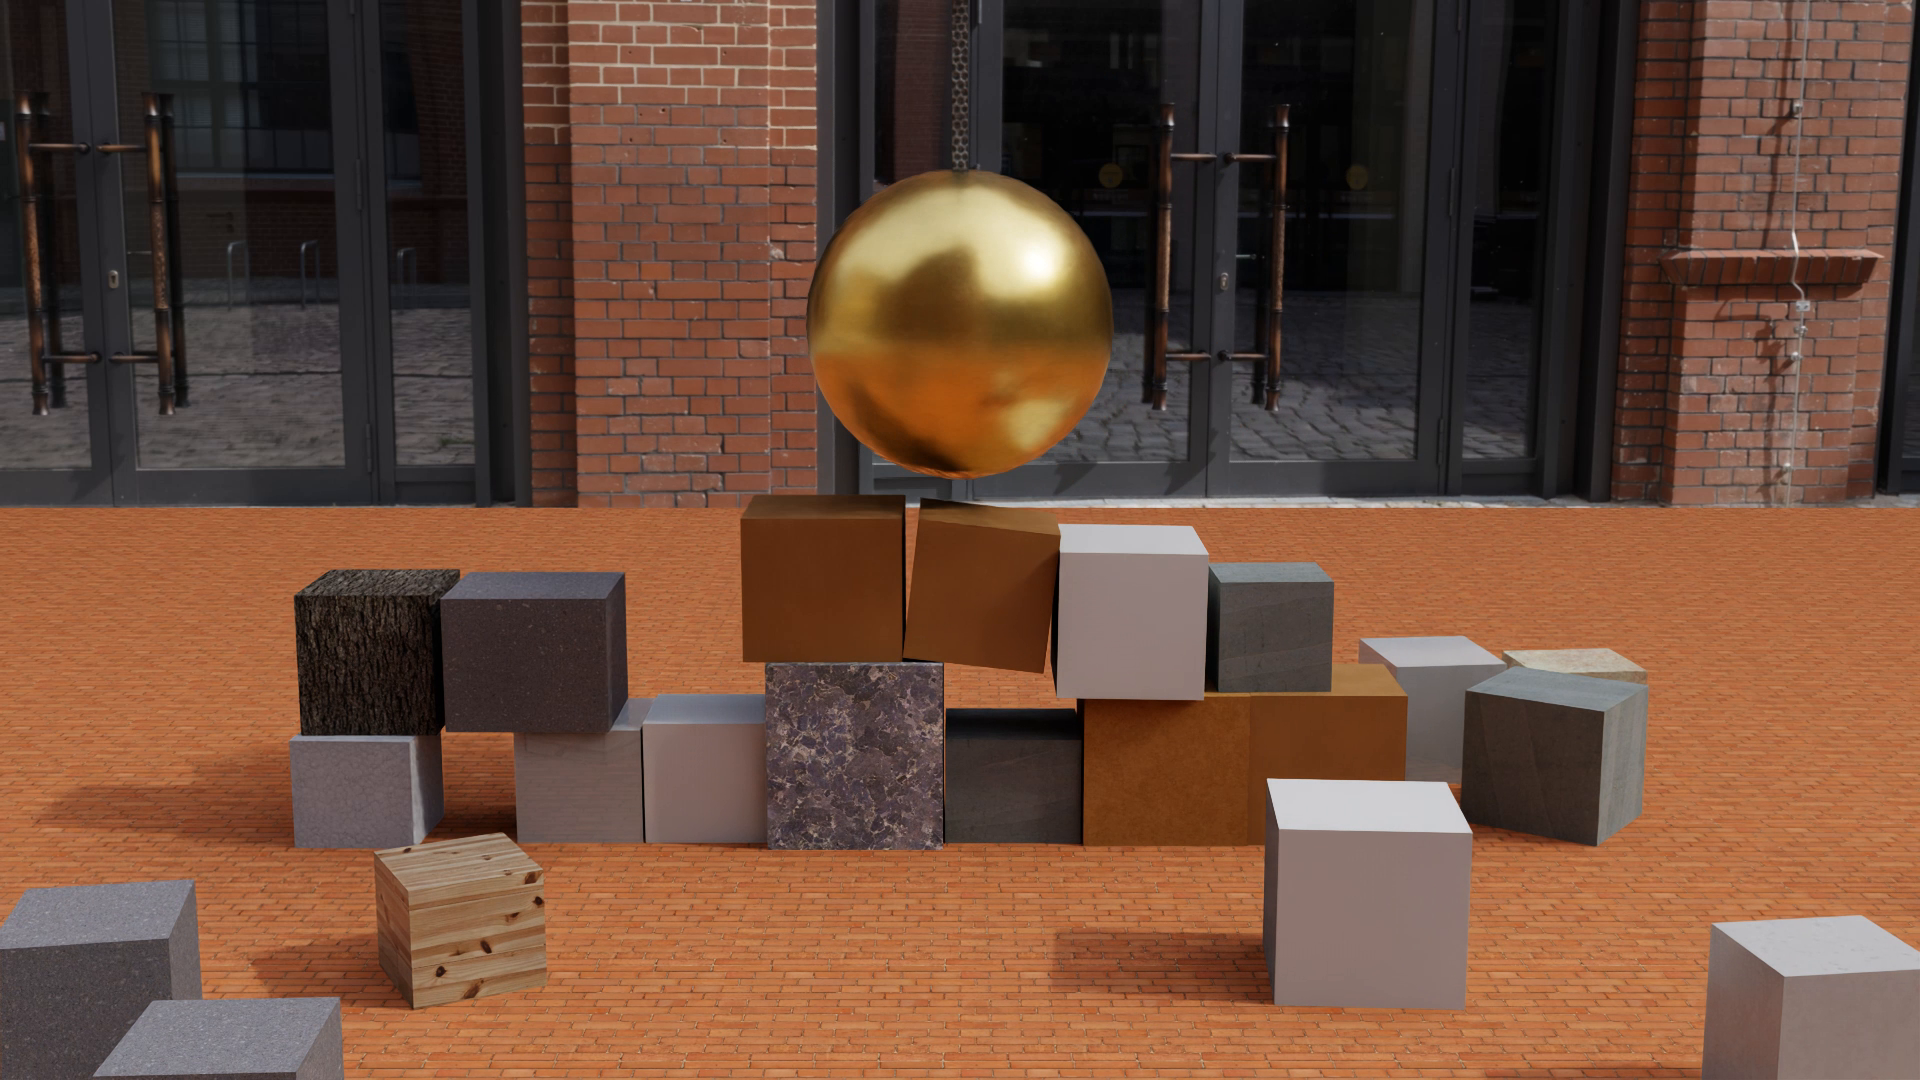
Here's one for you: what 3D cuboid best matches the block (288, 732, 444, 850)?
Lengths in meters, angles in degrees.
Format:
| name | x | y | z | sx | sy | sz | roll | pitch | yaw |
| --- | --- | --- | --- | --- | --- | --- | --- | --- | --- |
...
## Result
| name | x | y | z | sx | sy | sz | roll | pitch | yaw |
| --- | --- | --- | --- | --- | --- | --- | --- | --- | --- |
| block | -3.028 | 1.226 | 11.263 | 0.607 | 0.558 | 0.556 | 0 | 10 | 2 |

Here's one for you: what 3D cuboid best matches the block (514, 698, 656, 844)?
| name | x | y | z | sx | sy | sz | roll | pitch | yaw |
| --- | --- | --- | --- | --- | --- | --- | --- | --- | --- |
| block | -1.922 | 1.186 | 11.394 | 0.636 | 0.591 | 0.647 | 0 | 10 | 0 |

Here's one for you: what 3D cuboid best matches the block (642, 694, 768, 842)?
| name | x | y | z | sx | sy | sz | roll | pitch | yaw |
| --- | --- | --- | --- | --- | --- | --- | --- | --- | --- |
| block | -1.282 | 1.173 | 11.373 | 0.619 | 0.623 | 0.604 | 0 | 10 | 0 |

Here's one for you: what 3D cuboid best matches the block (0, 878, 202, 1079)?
| name | x | y | z | sx | sy | sz | roll | pitch | yaw |
| --- | --- | --- | --- | --- | --- | --- | --- | --- | --- |
| block | -3.235 | 1.718 | 8.284 | 0.620 | 0.657 | 0.665 | -2 | 10 | -11 |

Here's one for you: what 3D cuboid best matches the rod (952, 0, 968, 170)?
| name | x | y | z | sx | sy | sz | roll | pitch | yaw |
| --- | --- | --- | --- | --- | --- | --- | --- | --- | --- |
| rod | 0.000 | -4.412 | 10.557 | 0.080 | 5.200 | 0.080 | 0 | 14 | 0 |

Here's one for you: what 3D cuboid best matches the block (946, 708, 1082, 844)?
| name | x | y | z | sx | sy | sz | roll | pitch | yaw |
| --- | --- | --- | --- | --- | --- | --- | --- | --- | --- |
| block | 0.267 | 1.213 | 11.388 | 0.684 | 0.539 | 0.629 | 0 | 10 | 0 |

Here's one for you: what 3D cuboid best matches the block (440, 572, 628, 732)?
| name | x | y | z | sx | sy | sz | roll | pitch | yaw |
| --- | --- | --- | --- | --- | --- | --- | --- | --- | --- |
| block | -2.164 | 0.564 | 11.261 | 0.815 | 0.680 | 0.688 | 0 | 10 | -1 |

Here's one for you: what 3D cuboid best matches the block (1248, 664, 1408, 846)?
| name | x | y | z | sx | sy | sz | roll | pitch | yaw |
| --- | --- | --- | --- | --- | --- | --- | --- | --- | --- |
| block | 1.843 | 1.097 | 11.357 | 0.781 | 0.778 | 0.687 | 0 | 10 | 1 |

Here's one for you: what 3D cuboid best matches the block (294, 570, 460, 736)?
| name | x | y | z | sx | sy | sz | roll | pitch | yaw |
| --- | --- | --- | --- | --- | --- | --- | --- | --- | --- |
| block | -2.971 | 0.568 | 11.313 | 0.677 | 0.719 | 0.678 | 0 | 10 | 0 |

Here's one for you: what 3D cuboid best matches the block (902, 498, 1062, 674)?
| name | x | y | z | sx | sy | sz | roll | pitch | yaw |
| --- | --- | --- | --- | --- | --- | --- | --- | --- | --- |
| block | 0.106 | 0.222 | 11.189 | 0.705 | 0.702 | 0.677 | 7 | 10 | -1 |

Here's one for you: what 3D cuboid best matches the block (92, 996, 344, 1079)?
| name | x | y | z | sx | sy | sz | roll | pitch | yaw |
| --- | --- | --- | --- | --- | --- | --- | --- | --- | --- |
| block | -2.474 | 1.929 | 7.417 | 0.644 | 0.551 | 0.632 | -1 | 10 | -3 |

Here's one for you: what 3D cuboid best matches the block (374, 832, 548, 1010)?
| name | x | y | z | sx | sy | sz | roll | pitch | yaw |
| --- | --- | --- | --- | --- | --- | --- | --- | --- | --- |
| block | -2.121 | 1.603 | 9.322 | 0.564 | 0.511 | 0.575 | -6 | 12 | -28 |

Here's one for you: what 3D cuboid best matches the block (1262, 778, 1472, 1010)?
| name | x | y | z | sx | sy | sz | roll | pitch | yaw |
| --- | --- | --- | --- | --- | --- | --- | --- | --- | --- |
| block | 1.703 | 1.483 | 9.299 | 0.774 | 0.755 | 0.714 | 1 | 10 | 4 |

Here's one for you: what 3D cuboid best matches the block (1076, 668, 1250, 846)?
| name | x | y | z | sx | sy | sz | roll | pitch | yaw |
| --- | --- | --- | --- | --- | --- | --- | --- | --- | --- |
| block | 1.034 | 1.094 | 11.380 | 0.826 | 0.776 | 0.749 | 0 | 10 | 0 |

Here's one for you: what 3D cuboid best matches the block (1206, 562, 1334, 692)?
| name | x | y | z | sx | sy | sz | roll | pitch | yaw |
| --- | --- | --- | --- | --- | --- | --- | --- | --- | --- |
| block | 1.571 | 0.440 | 11.222 | 0.566 | 0.564 | 0.512 | 0 | 10 | -1 |

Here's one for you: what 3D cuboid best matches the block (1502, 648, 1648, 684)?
| name | x | y | z | sx | sy | sz | roll | pitch | yaw |
| --- | --- | --- | --- | --- | --- | --- | --- | --- | --- |
| block | 3.543 | 0.964 | 12.750 | 0.649 | 0.542 | 0.561 | -1 | 10 | -6 |

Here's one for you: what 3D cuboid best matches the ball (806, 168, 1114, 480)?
| name | x | y | z | sx | sy | sz | roll | pitch | yaw |
| --- | --- | --- | --- | --- | --- | --- | --- | --- | --- |
| ball | 0.000 | -1.116 | 11.390 | 1.600 | 1.600 | 1.600 | 0 | 10 | 0 |

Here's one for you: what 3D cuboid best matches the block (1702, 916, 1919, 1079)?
| name | x | y | z | sx | sy | sz | roll | pitch | yaw |
| --- | --- | --- | --- | --- | --- | --- | --- | --- | --- |
| block | 3.105 | 1.777 | 7.958 | 0.595 | 0.657 | 0.533 | -1 | 10 | -8 |

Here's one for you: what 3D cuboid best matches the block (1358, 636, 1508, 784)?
| name | x | y | z | sx | sy | sz | roll | pitch | yaw |
| --- | --- | --- | --- | --- | --- | --- | --- | --- | --- |
| block | 2.653 | 0.955 | 12.437 | 0.623 | 0.672 | 0.702 | -1 | 10 | -7 |

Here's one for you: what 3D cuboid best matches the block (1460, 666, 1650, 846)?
| name | x | y | z | sx | sy | sz | roll | pitch | yaw |
| --- | --- | --- | --- | --- | --- | --- | --- | --- | --- |
| block | 3.104 | 1.113 | 11.483 | 0.734 | 0.702 | 0.664 | 7 | 13 | 35 |

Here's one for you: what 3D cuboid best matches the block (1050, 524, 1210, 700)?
| name | x | y | z | sx | sy | sz | roll | pitch | yaw |
| --- | --- | --- | --- | --- | --- | --- | --- | --- | --- |
| block | 0.847 | 0.354 | 11.198 | 0.728 | 0.734 | 0.804 | 1 | 10 | 0 |

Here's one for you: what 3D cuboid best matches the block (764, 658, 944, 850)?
| name | x | y | z | sx | sy | sz | roll | pitch | yaw |
| --- | --- | --- | --- | --- | --- | --- | --- | --- | --- |
| block | -0.524 | 1.007 | 11.373 | 0.877 | 0.949 | 0.889 | 0 | 10 | 0 |

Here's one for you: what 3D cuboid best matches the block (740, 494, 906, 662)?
| name | x | y | z | sx | sy | sz | roll | pitch | yaw |
| --- | --- | --- | --- | --- | --- | --- | --- | --- | --- |
| block | -0.681 | 0.185 | 11.216 | 0.793 | 0.724 | 0.737 | 0 | 10 | 0 |
